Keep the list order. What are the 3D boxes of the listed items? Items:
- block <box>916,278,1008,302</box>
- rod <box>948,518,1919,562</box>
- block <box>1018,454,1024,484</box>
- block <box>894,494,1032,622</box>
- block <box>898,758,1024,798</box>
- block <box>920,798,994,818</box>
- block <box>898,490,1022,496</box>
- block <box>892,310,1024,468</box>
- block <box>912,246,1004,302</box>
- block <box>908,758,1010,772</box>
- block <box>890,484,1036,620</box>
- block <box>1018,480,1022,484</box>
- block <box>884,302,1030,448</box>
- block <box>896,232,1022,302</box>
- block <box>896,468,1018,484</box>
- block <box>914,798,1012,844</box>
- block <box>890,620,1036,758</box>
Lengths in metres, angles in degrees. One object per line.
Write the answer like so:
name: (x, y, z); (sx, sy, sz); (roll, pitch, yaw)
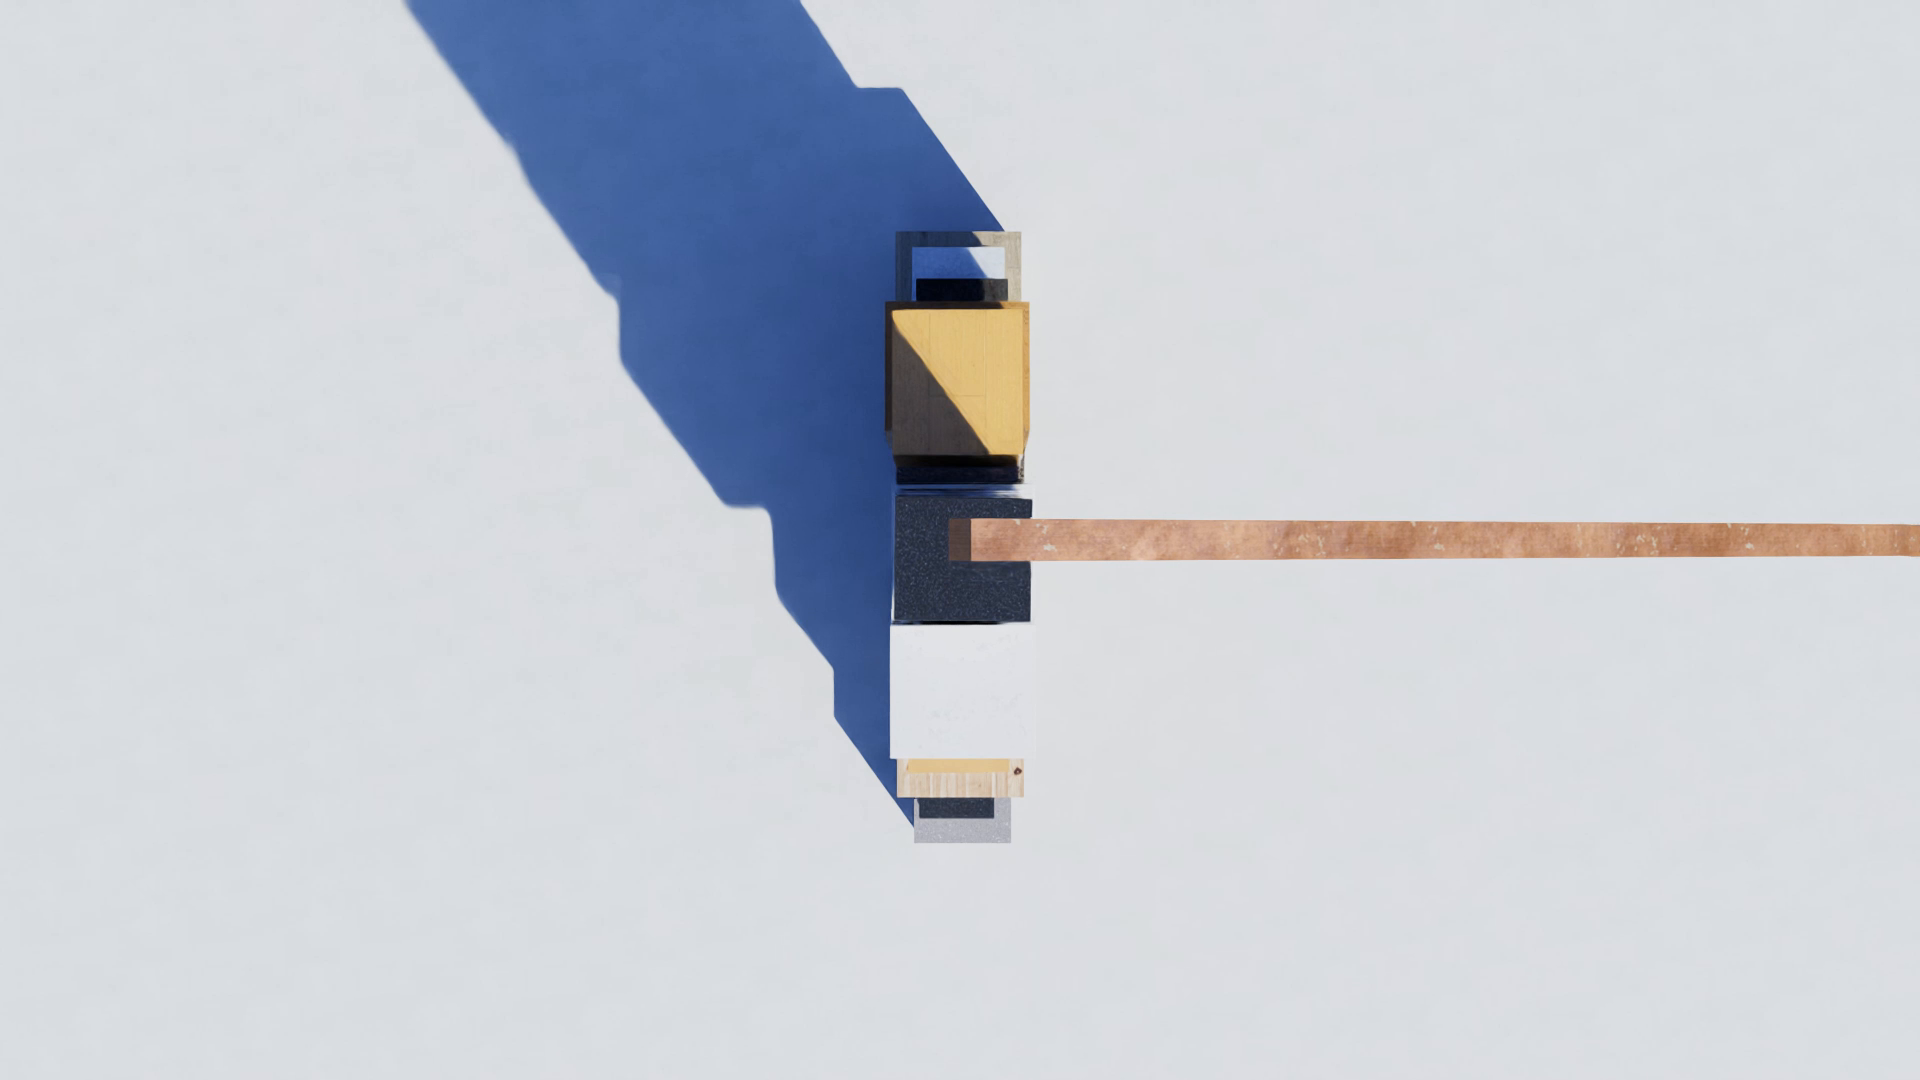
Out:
block: (0.010, -1.059, 11.368); (0.466, 0.495, 0.467); (0, 82, 0)
rod: (2.212, 0.000, 5.469); (5.200, 0.080, 0.080); (0, 90, -32)
block: (0.004, -0.677, 12.609); (0.703, 0.782, 0.771); (0, 90, 0)
block: (0.011, 0.061, 8.425); (0.508, 0.545, 0.457); (1, 92, 0)
block: (0.003, 1.027, 11.534); (0.646, 0.671, 0.545); (0, 92, 0)
block: (-0.018, 1.297, 12.266); (0.413, 0.394, 0.435); (0, 95, 0)
block: (0.000, 0.027, 9.360); (0.513, 0.535, 0.477); (0, 92, 0)
block: (-0.012, -0.679, 9.982); (0.578, 0.527, 0.646); (0, 86, 0)
block: (-0.009, -1.265, 11.954); (0.494, 0.562, 0.520); (0, 82, 0)
block: (-0.005, 0.852, 10.801); (0.484, 0.519, 0.519); (0, 90, 0)
block: (0.016, 0.041, 9.958); (0.633, 0.654, 0.587); (-1, 92, 0)
block: (0.000, 0.090, 11.904); (0.671, 0.701, 0.785); (0, 96, 0)
block: (-0.012, -0.783, 10.586); (0.677, 0.651, 0.608); (0, 85, 0)
block: (-0.008, -1.397, 12.634); (0.703, 0.731, 0.649); (0, 90, 0)
block: (-0.012, -0.172, 10.569); (0.568, 0.581, 0.526); (0, 92, 0)
block: (0.015, 1.458, 12.741); (0.550, 0.517, 0.527); (0, 90, 0)
block: (0.013, 0.680, 10.197); (0.650, 0.687, 0.597); (0, 90, 0)
